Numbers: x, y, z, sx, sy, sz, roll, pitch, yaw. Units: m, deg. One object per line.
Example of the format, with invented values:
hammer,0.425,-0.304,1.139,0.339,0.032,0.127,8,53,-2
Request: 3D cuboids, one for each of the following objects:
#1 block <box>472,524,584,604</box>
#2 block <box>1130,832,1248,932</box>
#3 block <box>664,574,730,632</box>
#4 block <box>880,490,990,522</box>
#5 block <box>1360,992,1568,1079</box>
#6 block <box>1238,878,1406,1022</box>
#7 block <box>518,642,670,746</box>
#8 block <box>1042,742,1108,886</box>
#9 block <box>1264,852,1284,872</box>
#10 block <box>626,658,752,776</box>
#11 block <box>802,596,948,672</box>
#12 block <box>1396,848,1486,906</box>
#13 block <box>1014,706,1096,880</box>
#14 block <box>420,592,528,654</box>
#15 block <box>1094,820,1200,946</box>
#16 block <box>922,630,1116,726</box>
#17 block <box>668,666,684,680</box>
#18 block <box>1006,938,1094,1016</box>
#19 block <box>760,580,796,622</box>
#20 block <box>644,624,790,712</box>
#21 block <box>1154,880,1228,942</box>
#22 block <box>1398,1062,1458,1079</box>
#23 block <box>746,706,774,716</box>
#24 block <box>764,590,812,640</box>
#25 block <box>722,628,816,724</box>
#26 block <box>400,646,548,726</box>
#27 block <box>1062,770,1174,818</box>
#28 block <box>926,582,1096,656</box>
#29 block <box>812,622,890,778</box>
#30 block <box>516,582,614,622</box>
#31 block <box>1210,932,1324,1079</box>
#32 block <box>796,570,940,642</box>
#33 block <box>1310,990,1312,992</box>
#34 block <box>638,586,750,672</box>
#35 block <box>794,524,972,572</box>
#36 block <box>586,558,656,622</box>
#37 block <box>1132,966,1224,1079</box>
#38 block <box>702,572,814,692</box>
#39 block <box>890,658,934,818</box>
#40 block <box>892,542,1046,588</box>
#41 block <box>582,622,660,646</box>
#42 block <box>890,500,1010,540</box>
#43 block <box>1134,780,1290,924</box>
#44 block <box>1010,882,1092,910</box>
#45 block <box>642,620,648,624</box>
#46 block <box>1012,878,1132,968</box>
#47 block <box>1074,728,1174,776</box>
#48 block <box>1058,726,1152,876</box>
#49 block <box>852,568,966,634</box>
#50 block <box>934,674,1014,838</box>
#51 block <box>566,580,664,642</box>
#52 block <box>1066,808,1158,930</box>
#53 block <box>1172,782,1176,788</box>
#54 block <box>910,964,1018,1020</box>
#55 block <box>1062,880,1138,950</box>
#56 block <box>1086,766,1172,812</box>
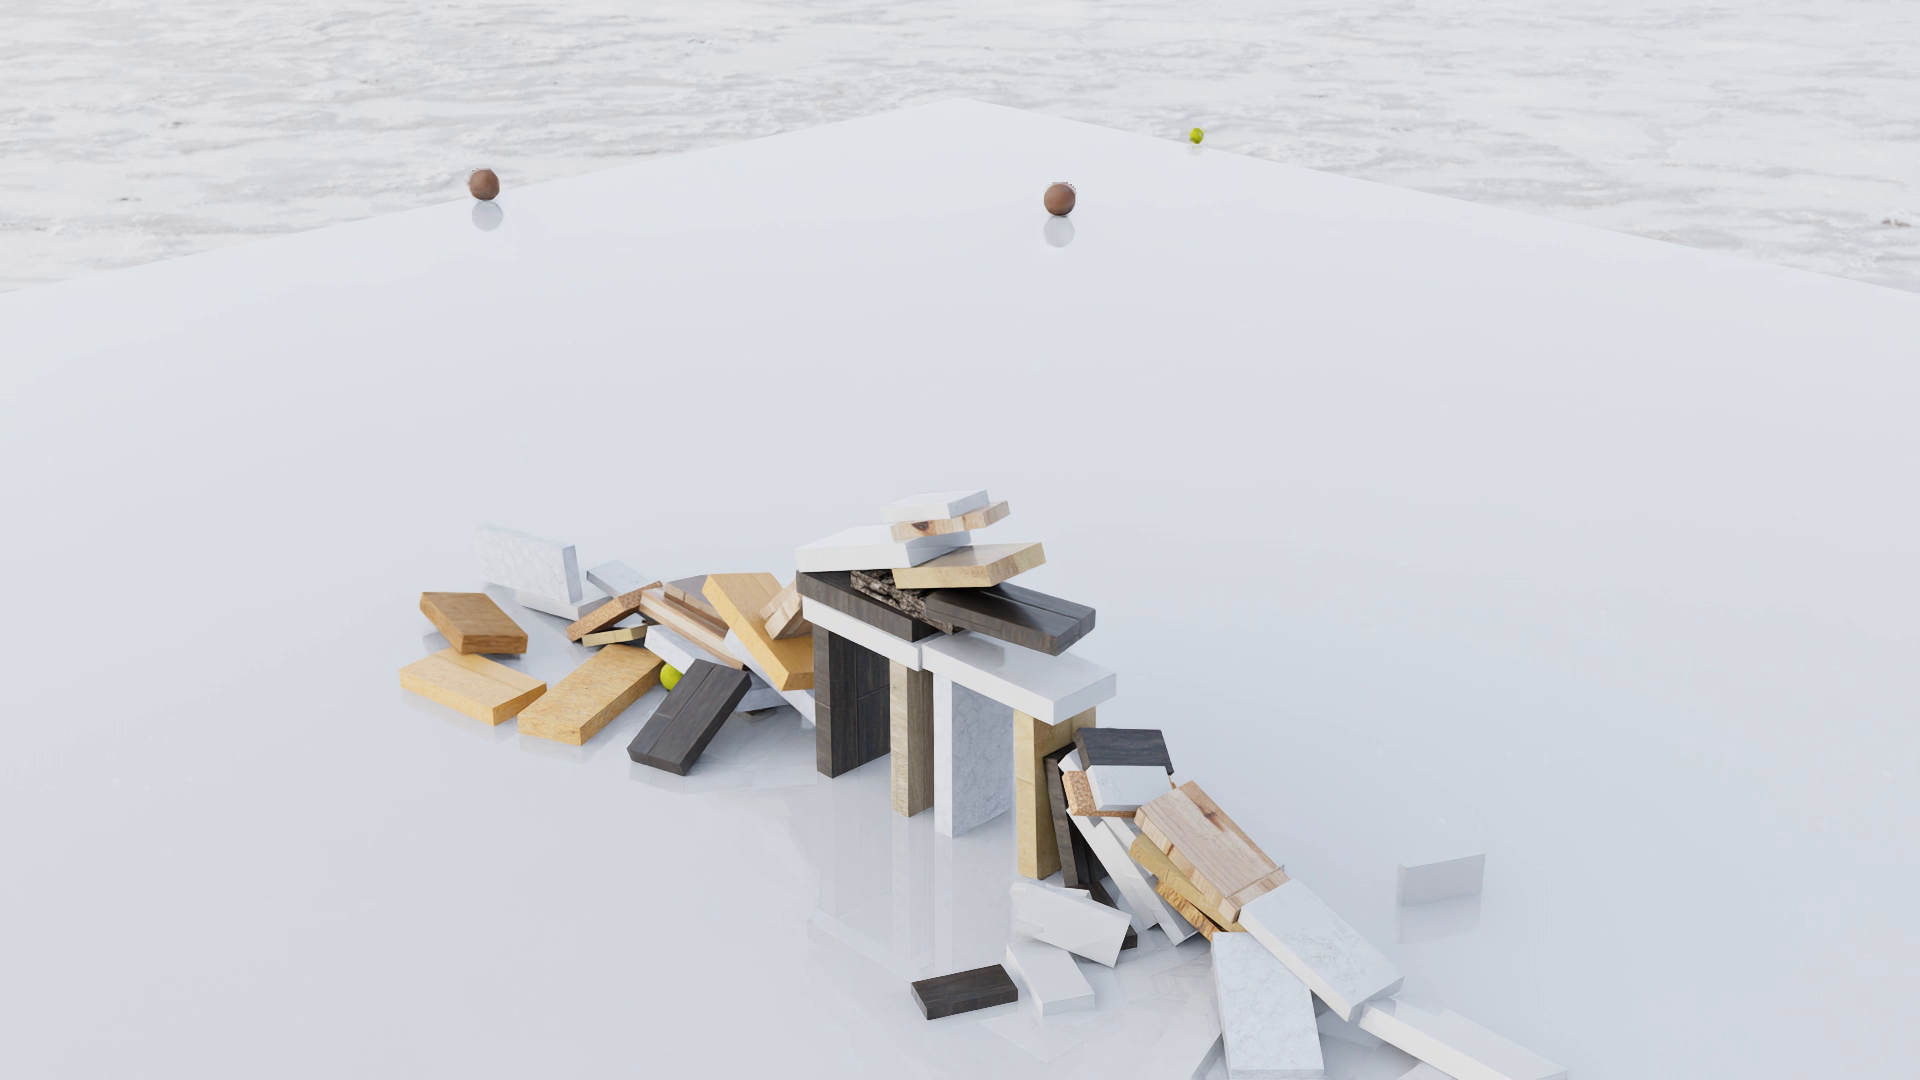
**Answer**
block,-1.056,0.055,5.356,0.379,0.138,0.039,11,24,43
block,0.452,0.599,3.961,0.268,0.038,0.134,36,47,25
block,-0.536,0.152,4.999,0.254,0.036,0.127,26,22,31
block,-0.051,-0.066,4.297,0.104,0.030,0.209,-21,12,-39
block,0.835,0.845,3.657,0.153,0.043,0.305,2,15,-46
block,0.623,0.705,3.801,0.134,0.038,0.268,-20,45,-34
block,-0.810,0.340,4.903,0.157,0.044,0.391,9,25,21
block,0.238,0.519,4.195,0.133,0.266,0.038,-21,17,-41
block,0.532,0.618,4.272,0.091,0.026,0.183,-17,28,-35
block,-0.576,0.376,4.696,0.138,0.039,0.275,13,48,27
block,-0.140,0.162,4.438,0.171,0.049,0.343,-21,31,-40
block,0.908,0.636,4.153,0.169,0.085,0.024,-7,24,-17
block,0.186,0.461,4.224,0.049,0.349,0.175,18,29,42
block,-1.148,0.194,5.183,0.157,0.044,0.314,2,16,-32
block,0.373,0.612,4.079,0.130,0.037,0.259,-21,69,-41
block,0.111,0.249,4.215,0.175,0.049,0.349,-21,30,-40
block,-0.593,0.309,5.007,0.070,0.020,0.140,-19,30,-38
block,0.160,0.772,3.905,0.097,0.027,0.194,-7,24,-16
block,-0.331,0.102,4.764,0.104,0.209,0.030,-13,67,-54
block,-0.533,0.278,4.925,0.173,0.049,0.346,-6,27,-45
block,0.492,0.683,3.991,0.130,0.037,0.259,-21,52,-41
block,0.708,0.939,3.491,0.305,0.043,0.153,-20,30,-38
block,-0.480,0.349,4.912,0.070,0.020,0.140,-20,30,-38
block,-0.290,0.112,4.706,0.138,0.275,0.039,-5,56,-46
block,-0.337,0.293,4.811,0.346,0.049,0.173,38,29,23
block,-1.094,0.325,4.938,0.314,0.044,0.157,17,28,34
block,0.297,0.470,4.049,0.223,0.023,0.081,6,53,-28
block,0.096,0.138,4.171,0.288,0.041,0.144,16,28,29
block,-0.222,0.310,4.591,0.171,0.343,0.049,-21,31,-40
block,-0.950,0.141,5.337,0.254,0.036,0.127,11,24,44
block,0.520,0.795,3.742,0.153,0.043,0.305,0,37,-1
block,-0.154,0.108,4.442,0.341,0.048,0.171,21,31,41
block,0.585,0.695,3.952,0.130,0.037,0.259,-12,46,-34
block,-0.548,0.194,5.002,0.346,0.049,0.173,27,23,34
block,-0.157,0.012,4.405,0.171,0.048,0.341,-21,12,-41
block,-0.719,0.157,5.224,0.421,0.026,0.093,30,36,34
block,0.403,0.841,3.748,0.085,0.024,0.390,11,25,25
block,-0.404,0.197,4.816,0.171,0.048,0.348,-1,37,-43
block,-0.061,0.373,4.443,0.049,0.343,0.171,21,31,41
block,0.015,0.049,4.227,0.144,0.041,0.288,-22,12,-38
block,-0.785,0.217,5.113,0.186,0.026,0.093,-9,4,44
block,-0.019,-0.038,4.268,0.209,0.030,0.104,-8,11,30
block,0.451,0.557,3.947,0.134,0.038,0.268,-22,52,-32
block,0.174,0.672,4.025,0.162,0.081,0.023,0,33,36
block,-0.660,0.215,5.219,0.093,0.026,0.186,-21,31,-41
block,0.201,0.687,3.953,0.194,0.097,0.027,20,17,7
block,0.306,0.398,4.109,0.183,0.026,0.091,4,54,-29
block,0.317,0.483,4.093,0.133,0.038,0.266,-29,74,-43
block,-0.065,0.099,4.344,0.144,0.041,0.288,-21,33,-40
block,0.028,0.401,4.368,0.175,0.349,0.049,-21,31,-41
block,-0.806,0.167,5.143,0.127,0.036,0.254,-23,-3,-43
block,0.327,0.585,4.128,0.133,0.038,0.266,-21,71,-41
block,0.357,0.532,4.473,0.183,0.026,0.091,-4,23,-9
block,0.008,0.793,3.861,0.169,0.024,0.085,-8,24,-19
block,0.247,0.700,4.076,0.097,0.027,0.193,-7,24,-17
block,0.315,0.456,4.038,0.162,0.023,0.081,4,54,-29
